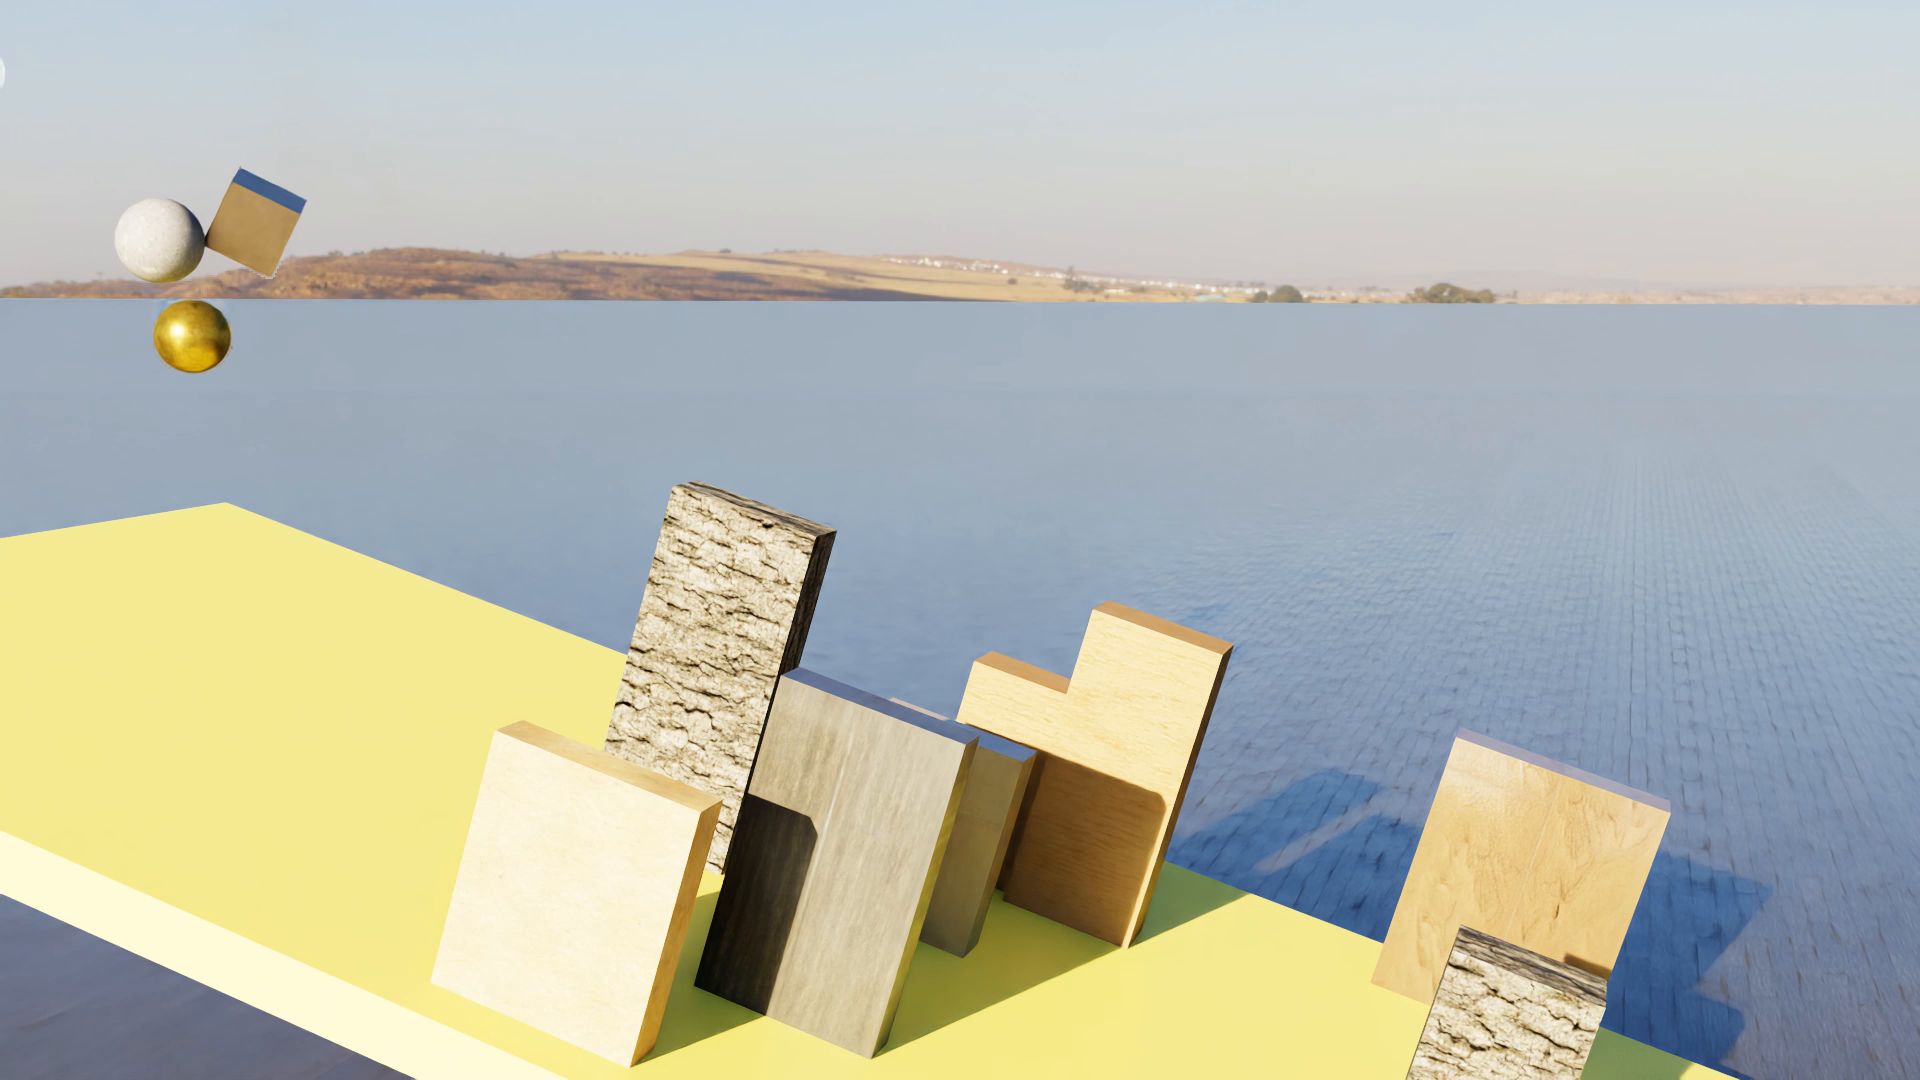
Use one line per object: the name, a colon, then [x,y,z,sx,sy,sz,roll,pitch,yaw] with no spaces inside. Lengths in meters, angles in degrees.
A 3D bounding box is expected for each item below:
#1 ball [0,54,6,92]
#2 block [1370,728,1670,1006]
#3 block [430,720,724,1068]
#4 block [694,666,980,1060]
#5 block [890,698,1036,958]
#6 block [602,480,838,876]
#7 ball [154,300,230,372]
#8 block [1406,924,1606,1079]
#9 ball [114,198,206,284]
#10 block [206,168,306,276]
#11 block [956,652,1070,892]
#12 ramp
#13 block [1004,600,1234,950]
ball: [-1.997,-0.936,4.380,0.175,0.175,0.175,0,7,0]
block: [1.162,0.735,4.578,0.445,0.562,0.110,19,12,14]
block: [-0.592,0.542,3.385,0.353,0.426,0.088,19,12,14]
block: [-0.207,0.532,3.630,0.328,0.561,0.083,19,12,14]
block: [-0.061,0.544,4.177,0.300,0.401,0.098,19,12,14]
block: [-0.480,0.262,4.207,0.298,0.686,0.115,19,12,14]
ball: [-1.714,-0.455,4.910,0.163,0.163,0.163,0,7,0]
block: [0.842,0.902,3.547,0.243,0.481,0.148,19,12,14]
ball: [-1.657,-0.620,4.556,0.177,0.177,0.177,0,7,0]
block: [-1.505,-0.679,4.694,0.152,0.152,0.152,26,13,-19]
block: [0.157,0.507,4.561,0.372,0.440,0.131,19,12,14]
ramp: [-0.368,0.708,4.233,4.000,0.100,2.000,19,12,14]
block: [0.319,0.473,4.454,0.272,0.637,0.133,19,12,14]
